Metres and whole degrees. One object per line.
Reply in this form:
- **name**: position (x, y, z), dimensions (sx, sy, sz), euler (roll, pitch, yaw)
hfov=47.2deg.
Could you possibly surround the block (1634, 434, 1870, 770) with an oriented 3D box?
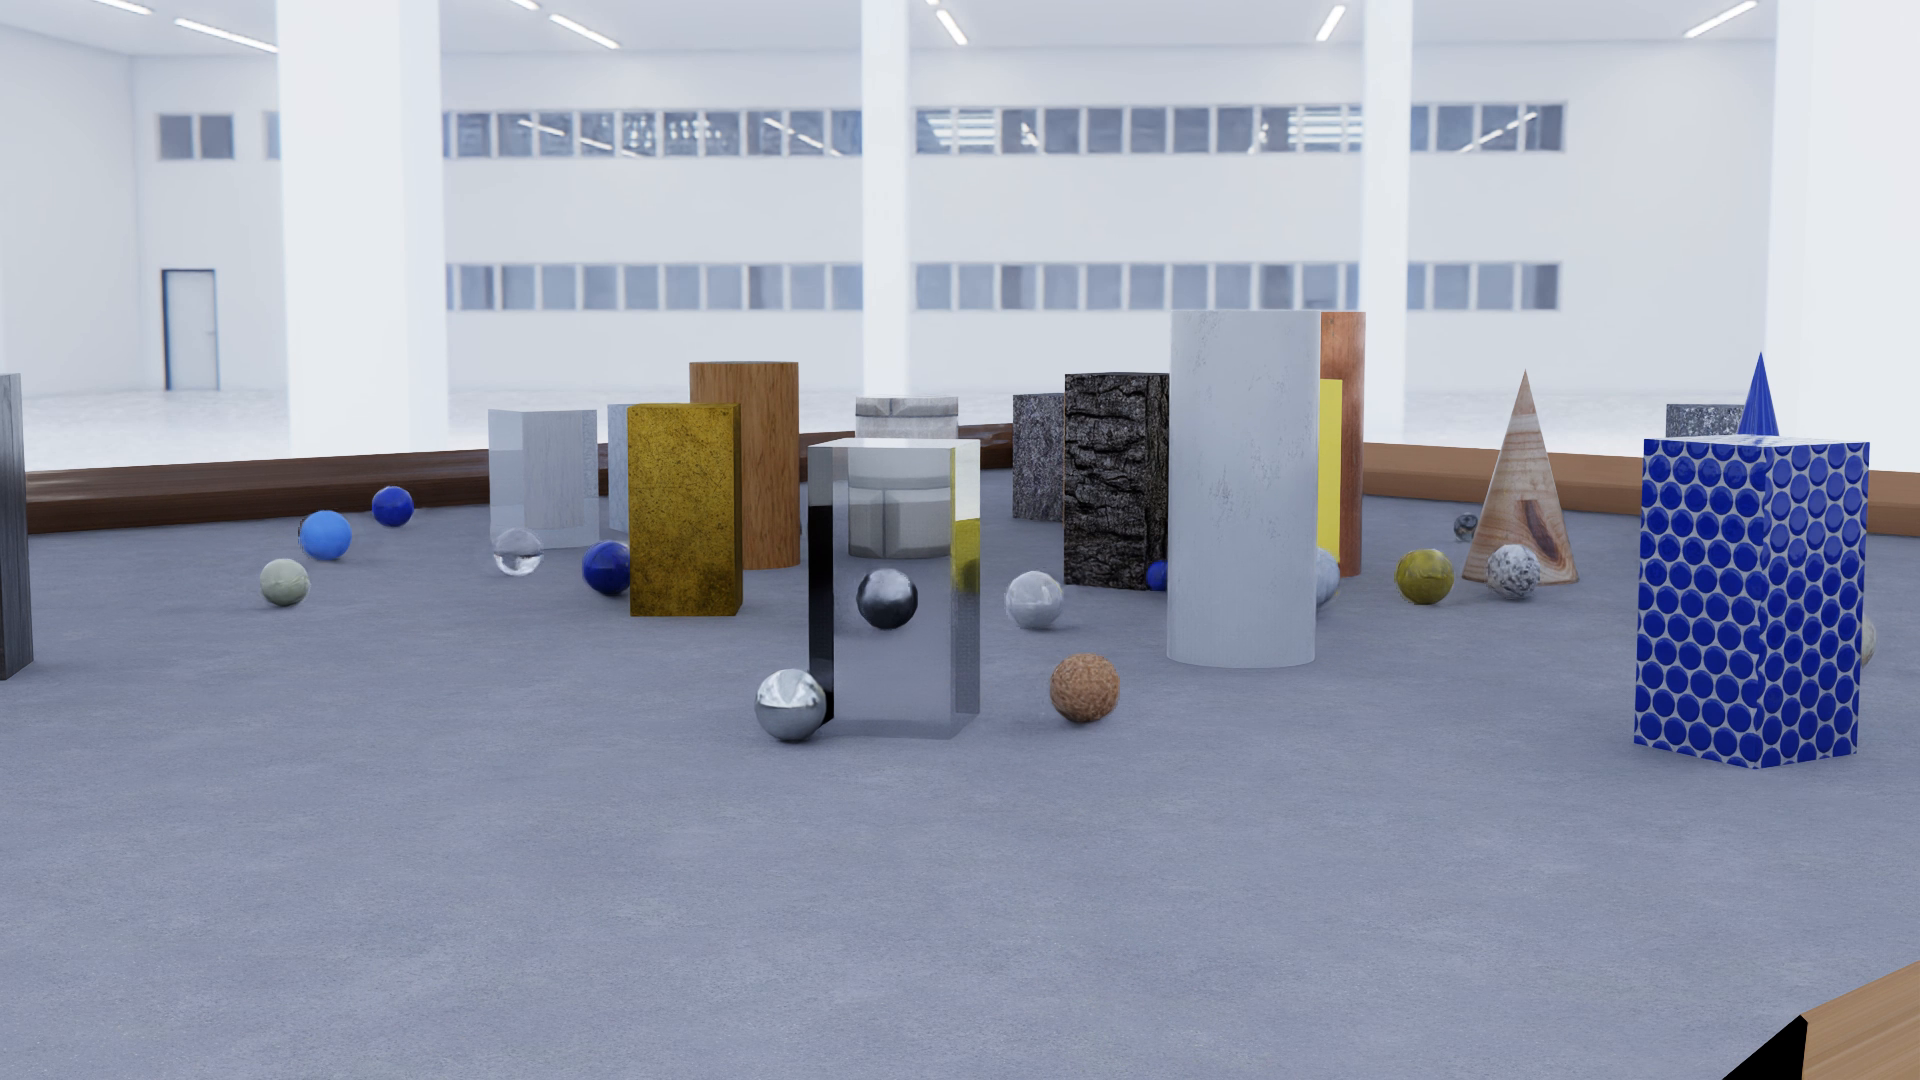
- **block**: position (0.795, 0.056, 2.214), dimensions (0.151, 0.313, 0.151), euler (-4, 7, -30)

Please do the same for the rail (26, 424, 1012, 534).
- **rail**: position (-1.327, -0.119, 4.762), dimensions (4.065, 0.123, 0.045), euler (-6, 8, -42)

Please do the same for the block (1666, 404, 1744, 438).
- **block**: position (1.336, -0.101, 3.888), dimensions (0.151, 0.272, 0.151), euler (1, 6, 8)

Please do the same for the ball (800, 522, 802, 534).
- **ball**: position (-0.325, -0.022, 4.228), dimensions (0.044, 0.044, 0.044), euler (0, 6, 0)

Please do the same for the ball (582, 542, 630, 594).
- **ball**: position (-0.544, 0.043, 3.421), dimensions (0.083, 0.083, 0.083), euler (0, 6, 0)

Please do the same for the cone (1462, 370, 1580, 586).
- **cone**: position (0.923, -0.108, 3.606), dimensions (0.189, 0.346, 0.189), euler (0, 6, 0)

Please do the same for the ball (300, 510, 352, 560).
- **ball**: position (-1.119, -0.008, 3.881), dimensions (0.089, 0.089, 0.089), euler (0, 6, 0)

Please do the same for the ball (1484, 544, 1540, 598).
- **ball**: position (0.849, 0.048, 3.379), dimensions (0.083, 0.083, 0.083), euler (0, 6, 0)

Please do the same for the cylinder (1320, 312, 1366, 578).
- **cylinder**: position (0.582, -0.164, 3.695), dimensions (0.189, 0.438, 0.189), euler (0, 6, 0)

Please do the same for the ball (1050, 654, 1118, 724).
- **ball**: position (0.133, 0.160, 2.363), dimensions (0.074, 0.074, 0.074), euler (0, 6, 0)

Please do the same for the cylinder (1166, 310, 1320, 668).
- **cylinder**: position (0.359, -0.070, 2.793), dimensions (0.189, 0.441, 0.189), euler (0, 6, 0)

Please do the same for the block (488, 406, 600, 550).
- **block**: position (-0.784, -0.119, 4.138), dimensions (0.151, 0.255, 0.151), euler (-4, 7, -36)

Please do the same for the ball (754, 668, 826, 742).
- **ball**: position (-0.174, 0.170, 2.265), dimensions (0.075, 0.075, 0.075), euler (0, 6, 0)

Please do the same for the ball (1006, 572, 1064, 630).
- **ball**: position (0.104, 0.084, 3.050), dimensions (0.081, 0.081, 0.081), euler (0, 6, 0)

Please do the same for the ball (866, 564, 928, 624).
- **ball**: position (-0.089, 0.076, 3.104), dimensions (0.086, 0.086, 0.086), euler (0, 6, 0)

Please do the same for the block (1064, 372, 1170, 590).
- **block**: position (0.273, -0.099, 3.554), dimensions (0.151, 0.339, 0.151), euler (4, 7, 36)

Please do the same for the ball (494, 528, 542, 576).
- **ball**: position (-0.735, 0.021, 3.652), dimensions (0.080, 0.080, 0.080), euler (0, 6, 0)

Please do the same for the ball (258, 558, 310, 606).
- **ball**: position (-1.009, 0.063, 3.284), dimensions (0.072, 0.072, 0.072), euler (0, 6, 0)

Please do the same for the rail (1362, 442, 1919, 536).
- **rail**: position (1.476, -0.111, 4.687), dimensions (0.045, 0.123, 3.961), euler (-6, 8, -42)

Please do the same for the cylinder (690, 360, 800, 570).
- **cylinder**: position (-0.373, -0.133, 3.820), dimensions (0.189, 0.350, 0.189), euler (0, 6, 0)

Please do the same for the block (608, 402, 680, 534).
- **block**: position (-0.608, -0.145, 4.411), dimensions (0.151, 0.251, 0.151), euler (-3, 7, -28)

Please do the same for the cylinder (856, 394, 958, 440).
- **cylinder**: position (-0.097, -0.122, 4.032), dimensions (0.189, 0.284, 0.189), euler (0, 6, 0)

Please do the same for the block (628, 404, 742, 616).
- **block**: position (-0.403, -0.047, 3.241), dimensions (0.151, 0.302, 0.151), euler (0, 6, -1)

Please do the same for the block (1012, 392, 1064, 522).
- **block**: position (0.219, -0.177, 4.662), dimensions (0.151, 0.261, 0.151), euler (5, 8, 41)

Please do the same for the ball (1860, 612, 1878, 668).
- **ball**: position (1.069, 0.120, 2.675), dimensions (0.087, 0.087, 0.087), euler (0, 6, 0)

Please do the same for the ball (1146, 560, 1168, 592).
- **ball**: position (0.318, 0.056, 3.460), dimensions (0.050, 0.050, 0.050), euler (0, 6, 0)

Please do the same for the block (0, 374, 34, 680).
- **block**: position (-1.232, -0.019, 2.675), dimensions (0.151, 0.363, 0.151), euler (-1, 6, -11)

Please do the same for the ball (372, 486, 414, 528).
- **ball**: position (-1.152, -0.067, 4.465), dimensions (0.084, 0.084, 0.084), euler (0, 6, 0)

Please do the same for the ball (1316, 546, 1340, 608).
- **ball**: position (0.516, 0.054, 3.264), dimensions (0.094, 0.094, 0.094), euler (0, 6, 0)

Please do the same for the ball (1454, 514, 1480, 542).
- **ball**: position (0.969, -0.024, 4.192), dimensions (0.054, 0.054, 0.054), euler (0, 6, 0)

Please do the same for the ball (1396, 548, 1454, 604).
- **ball**: position (0.700, 0.054, 3.306), dimensions (0.086, 0.086, 0.086), euler (0, 6, 0)

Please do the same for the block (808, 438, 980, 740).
- **block**: position (-0.068, 0.047, 2.345), dimensions (0.151, 0.302, 0.151), euler (1, 6, 12)

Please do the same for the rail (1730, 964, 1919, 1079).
- **rail**: position (1.327, 0.183, 1.902), dimensions (4.065, 0.123, 0.045), euler (-6, 8, -42)

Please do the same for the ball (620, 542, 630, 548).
- **ball**: position (-0.577, 0.028, 3.714), dimensions (0.052, 0.052, 0.052), euler (0, 6, 0)

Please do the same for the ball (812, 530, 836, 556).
- **ball**: position (-0.245, 0.005, 3.965), dimensions (0.045, 0.045, 0.045), euler (0, 6, 0)

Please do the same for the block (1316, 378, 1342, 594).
- **block**: position (0.488, -0.085, 3.442), dimensions (0.151, 0.333, 0.151), euler (-3, 7, -27)

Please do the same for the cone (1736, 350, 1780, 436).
- **cone**: position (1.102, -0.070, 3.046), dimensions (0.189, 0.387, 0.189), euler (0, 6, 0)
